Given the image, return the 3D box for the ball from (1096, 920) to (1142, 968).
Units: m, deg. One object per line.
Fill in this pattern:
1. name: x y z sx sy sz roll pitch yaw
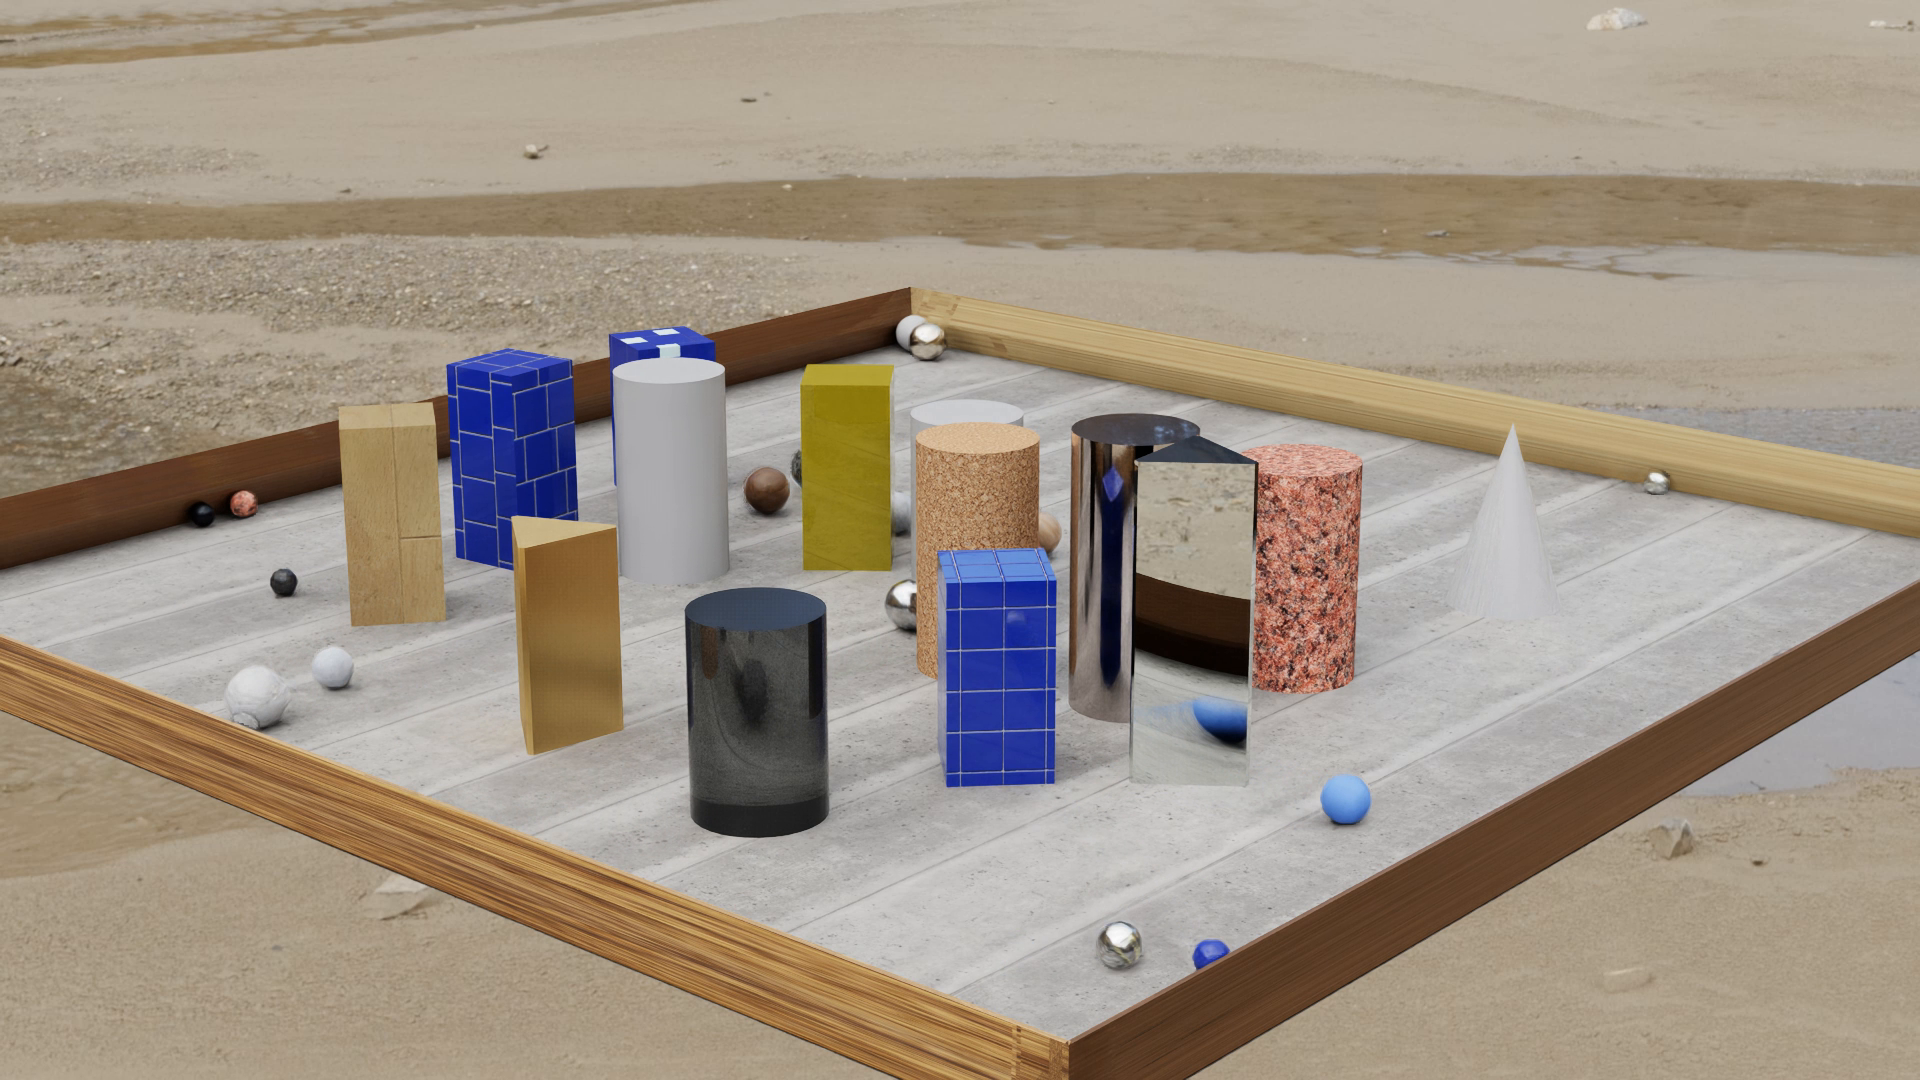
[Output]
1. ball: 0.199 0.506 3.672 0.058 0.058 0.058 0 17 0

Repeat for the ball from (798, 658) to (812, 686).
1. ball: -0.260 0.211 4.673 0.047 0.047 0.047 0 17 0

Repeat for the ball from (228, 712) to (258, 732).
1. ball: -1.085 0.283 4.432 0.047 0.047 0.047 0 17 0

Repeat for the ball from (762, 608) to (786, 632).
1. ball: -0.312 0.136 4.931 0.040 0.040 0.040 0 17 0

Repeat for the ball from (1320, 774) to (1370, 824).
1. ball: 0.542 0.364 4.125 0.070 0.070 0.070 0 17 0

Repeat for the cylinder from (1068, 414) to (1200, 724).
1. cylinder: 0.269 0.042 4.544 0.198 0.443 0.198 0 17 0

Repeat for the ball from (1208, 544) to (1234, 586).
1. ball: 0.473 0.045 5.176 0.074 0.074 0.074 0 17 0

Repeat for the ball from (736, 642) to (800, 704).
1. ball: -0.300 0.208 4.592 0.099 0.099 0.099 0 17 0

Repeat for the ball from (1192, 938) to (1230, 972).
1. ball: 0.313 0.519 3.645 0.048 0.048 0.048 0 17 0

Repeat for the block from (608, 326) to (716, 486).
1. block: -0.580 -0.246 5.740 0.158 0.306 0.158 -8 19 -26

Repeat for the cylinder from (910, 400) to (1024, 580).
1. cylinder: 0.012 -0.074 5.165 0.198 0.308 0.198 0 17 0

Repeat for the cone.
1. cone: 0.944 -0.047 5.049 0.198 0.322 0.198 0 17 0

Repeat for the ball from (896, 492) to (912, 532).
1. ball: -0.123 -0.052 5.490 0.078 0.078 0.078 0 17 0

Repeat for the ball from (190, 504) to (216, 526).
1. ball: -1.428 -0.047 5.533 0.044 0.044 0.044 0 17 0

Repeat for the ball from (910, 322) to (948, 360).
1. ball: -0.074 -0.464 6.838 0.088 0.088 0.088 0 17 0

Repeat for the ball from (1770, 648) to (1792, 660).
1. ball: 1.315 0.207 4.641 0.072 0.072 0.072 0 17 0

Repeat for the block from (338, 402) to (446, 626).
1. block: -0.969 -0.045 5.004 0.158 0.345 0.158 -3 17 -11

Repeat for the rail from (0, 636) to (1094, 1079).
1. rail: -0.922 0.339 4.103 2.797 0.128 0.045 14 22 39

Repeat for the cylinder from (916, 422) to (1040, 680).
1. cylinder: 0.028 0.020 4.724 0.198 0.382 0.198 0 17 0

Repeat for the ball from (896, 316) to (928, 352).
1. ball: -0.109 -0.488 6.922 0.086 0.086 0.086 0 17 0

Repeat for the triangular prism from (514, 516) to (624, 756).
1. triangular prism: -0.628 0.135 4.445 0.171 0.324 0.148 -14 22 -40

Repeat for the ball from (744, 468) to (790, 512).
1. ball: -0.369 -0.096 5.618 0.087 0.087 0.087 0 17 0

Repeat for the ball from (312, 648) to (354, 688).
1. ball: -0.997 0.204 4.665 0.065 0.065 0.065 0 17 0

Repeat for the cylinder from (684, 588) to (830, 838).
1. cylinder: -0.285 0.241 4.128 0.198 0.303 0.198 0 17 0

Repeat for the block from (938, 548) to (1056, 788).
1. block: 0.052 0.186 4.298 0.158 0.311 0.158 -1 17 -5

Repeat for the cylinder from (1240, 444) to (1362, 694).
1. cylinder: 0.537 0.044 4.688 0.198 0.357 0.198 0 17 0

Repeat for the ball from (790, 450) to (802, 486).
1. ball: -0.292 -0.141 5.776 0.083 0.083 0.083 0 17 0

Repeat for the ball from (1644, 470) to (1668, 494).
1. ball: 1.366 -0.113 5.748 0.047 0.047 0.047 0 17 0

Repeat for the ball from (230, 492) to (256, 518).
1. ball: -1.367 -0.068 5.592 0.050 0.050 0.050 0 17 0

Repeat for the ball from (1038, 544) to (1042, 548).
1. ball: 0.128 0.031 5.253 0.055 0.055 0.055 0 17 0

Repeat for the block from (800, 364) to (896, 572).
1. block: -0.201 -0.132 5.296 0.158 0.343 0.158 0 17 2

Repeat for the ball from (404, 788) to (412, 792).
1. ball: -0.778 0.381 4.058 0.076 0.076 0.076 0 17 0

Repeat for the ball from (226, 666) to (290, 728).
1. ball: -1.076 0.240 4.494 0.095 0.095 0.095 0 17 0

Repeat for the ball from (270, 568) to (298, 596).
1. ball: -1.183 0.073 5.127 0.047 0.047 0.047 0 17 0

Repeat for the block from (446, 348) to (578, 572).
1. block: -0.808 -0.146 5.313 0.158 0.361 0.158 11 20 33

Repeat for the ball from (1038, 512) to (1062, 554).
1. ball: 0.146 -0.012 5.352 0.080 0.080 0.080 0 17 0

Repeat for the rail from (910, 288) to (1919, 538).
1. rail: 0.922 -0.274 6.137 2.797 0.128 0.045 14 22 39

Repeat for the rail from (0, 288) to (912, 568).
1. rail: -1.038 -0.228 5.983 0.045 0.128 2.860 14 22 39

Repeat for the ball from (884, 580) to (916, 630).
1. ball: -0.085 0.109 4.945 0.085 0.085 0.085 0 17 0

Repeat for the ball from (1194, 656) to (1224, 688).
1. ball: 0.394 0.211 4.664 0.051 0.051 0.051 0 17 0

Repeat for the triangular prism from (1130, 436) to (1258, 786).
1. triangular prism: 0.339 0.102 4.273 0.171 0.486 0.148 1 17 4

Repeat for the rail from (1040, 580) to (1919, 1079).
1. rail: 1.038 0.292 4.257 0.045 0.128 2.860 14 22 39

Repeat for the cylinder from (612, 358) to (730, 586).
1. cylinder: -0.514 -0.124 5.229 0.198 0.367 0.198 0 17 0
